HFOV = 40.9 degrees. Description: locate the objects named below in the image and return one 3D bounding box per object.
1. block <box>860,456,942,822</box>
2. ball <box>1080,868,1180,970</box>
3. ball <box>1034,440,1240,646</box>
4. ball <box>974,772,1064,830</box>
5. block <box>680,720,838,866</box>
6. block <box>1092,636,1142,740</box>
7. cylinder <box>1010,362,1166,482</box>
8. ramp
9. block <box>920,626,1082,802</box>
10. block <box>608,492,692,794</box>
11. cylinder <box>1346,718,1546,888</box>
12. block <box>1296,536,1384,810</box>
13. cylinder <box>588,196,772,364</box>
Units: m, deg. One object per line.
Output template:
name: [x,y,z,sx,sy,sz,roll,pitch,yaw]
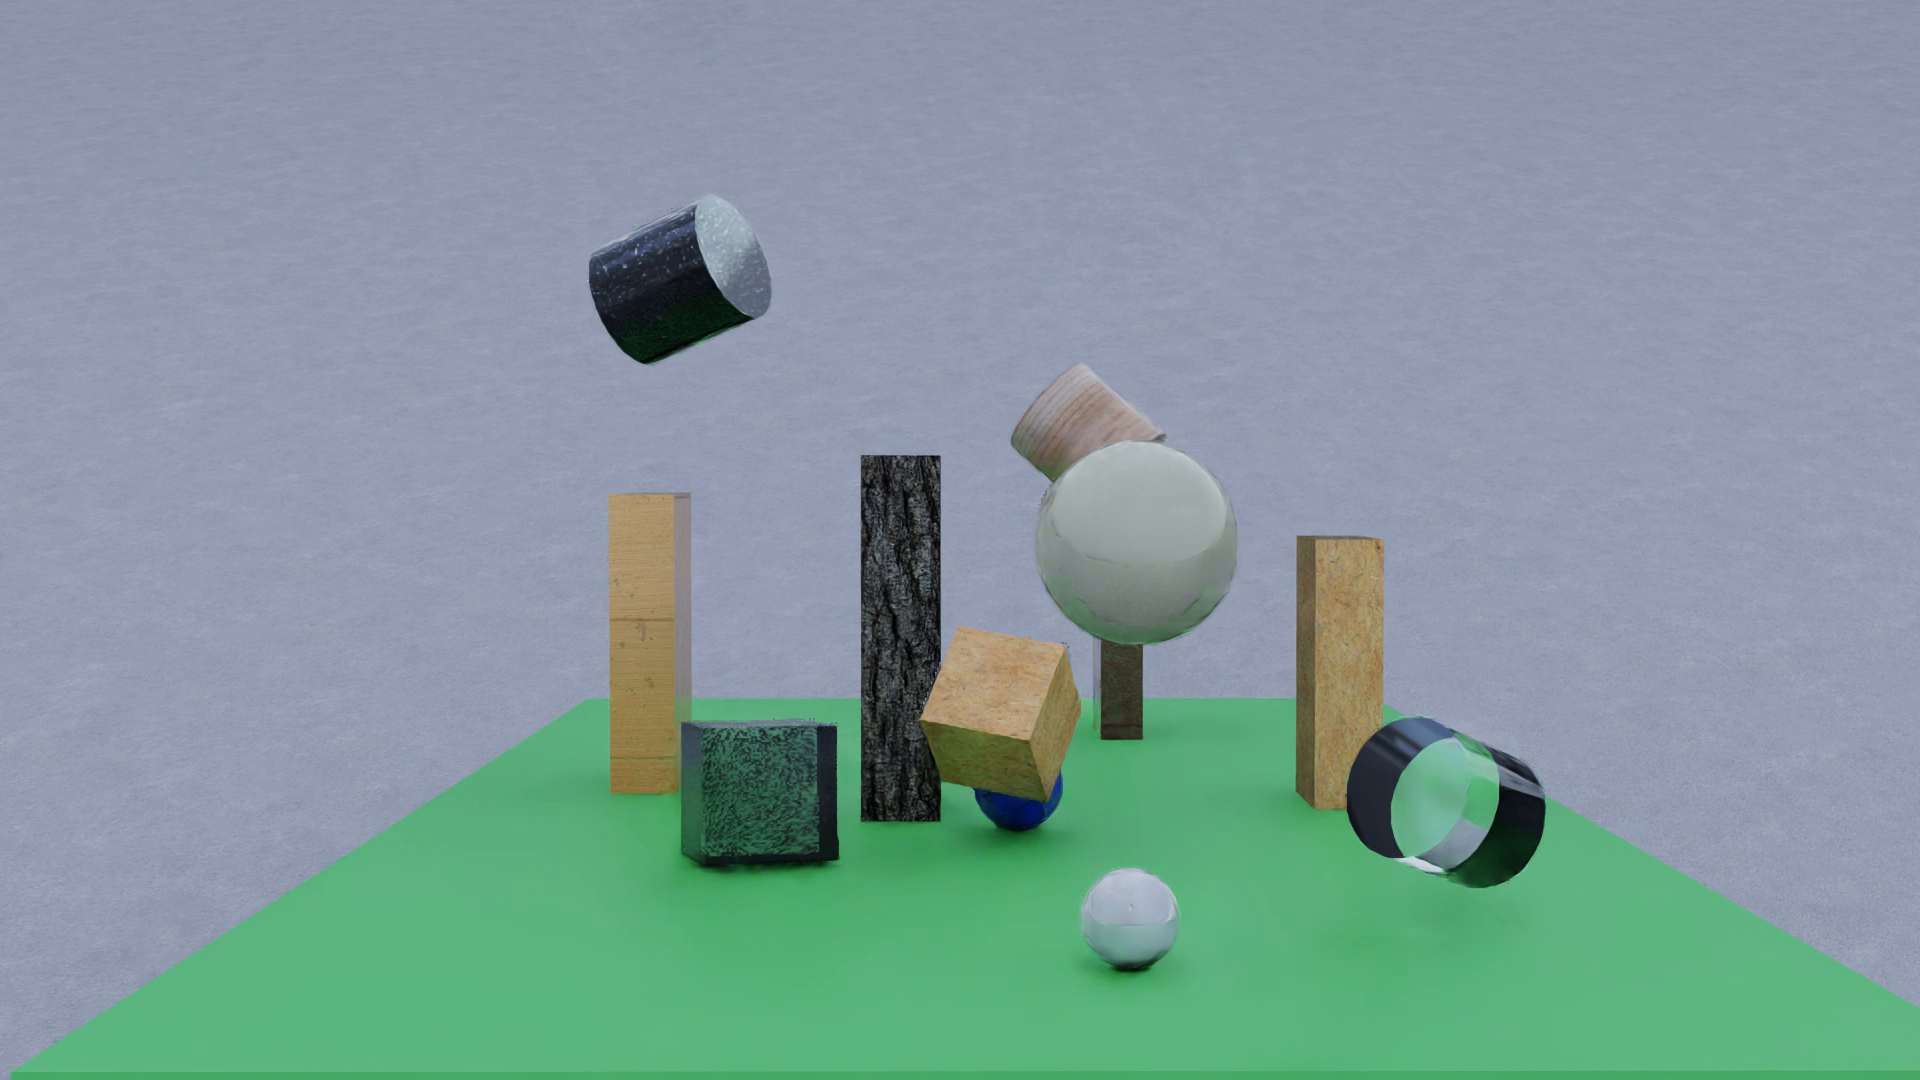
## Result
block: [-0.100,0.161,4.453,0.132,0.614,0.285,0,2,0]
ball: [0.203,0.451,3.069,0.119,0.119,0.119,0,25,0]
ball: [0.167,0.003,2.432,0.194,0.194,0.194,0,25,0]
ball: [0.096,0.401,4.220,0.147,0.147,0.147,0,25,0]
block: [-0.305,0.378,3.895,0.201,0.201,0.201,0,-2,-16]
block: [0.351,0.141,5.760,0.090,0.572,0.356,0,2,0]
cylinder: [0.136,-0.106,2.729,0.117,0.117,0.117,42,39,12]
ramp: [0.057,0.515,4.555,2.000,0.100,4.000,0,2,0]
block: [0.068,0.278,4.111,0.182,0.182,0.182,9,56,20]
block: [-0.578,0.184,4.832,0.118,0.543,0.308,0,2,0]
cylinder: [0.647,0.351,3.430,0.190,0.190,0.190,24,4,-43]
block: [0.673,0.229,4.584,0.118,0.468,0.248,0,2,0]
cylinder: [-0.333,-0.309,3.073,0.155,0.155,0.155,-21,17,24]
